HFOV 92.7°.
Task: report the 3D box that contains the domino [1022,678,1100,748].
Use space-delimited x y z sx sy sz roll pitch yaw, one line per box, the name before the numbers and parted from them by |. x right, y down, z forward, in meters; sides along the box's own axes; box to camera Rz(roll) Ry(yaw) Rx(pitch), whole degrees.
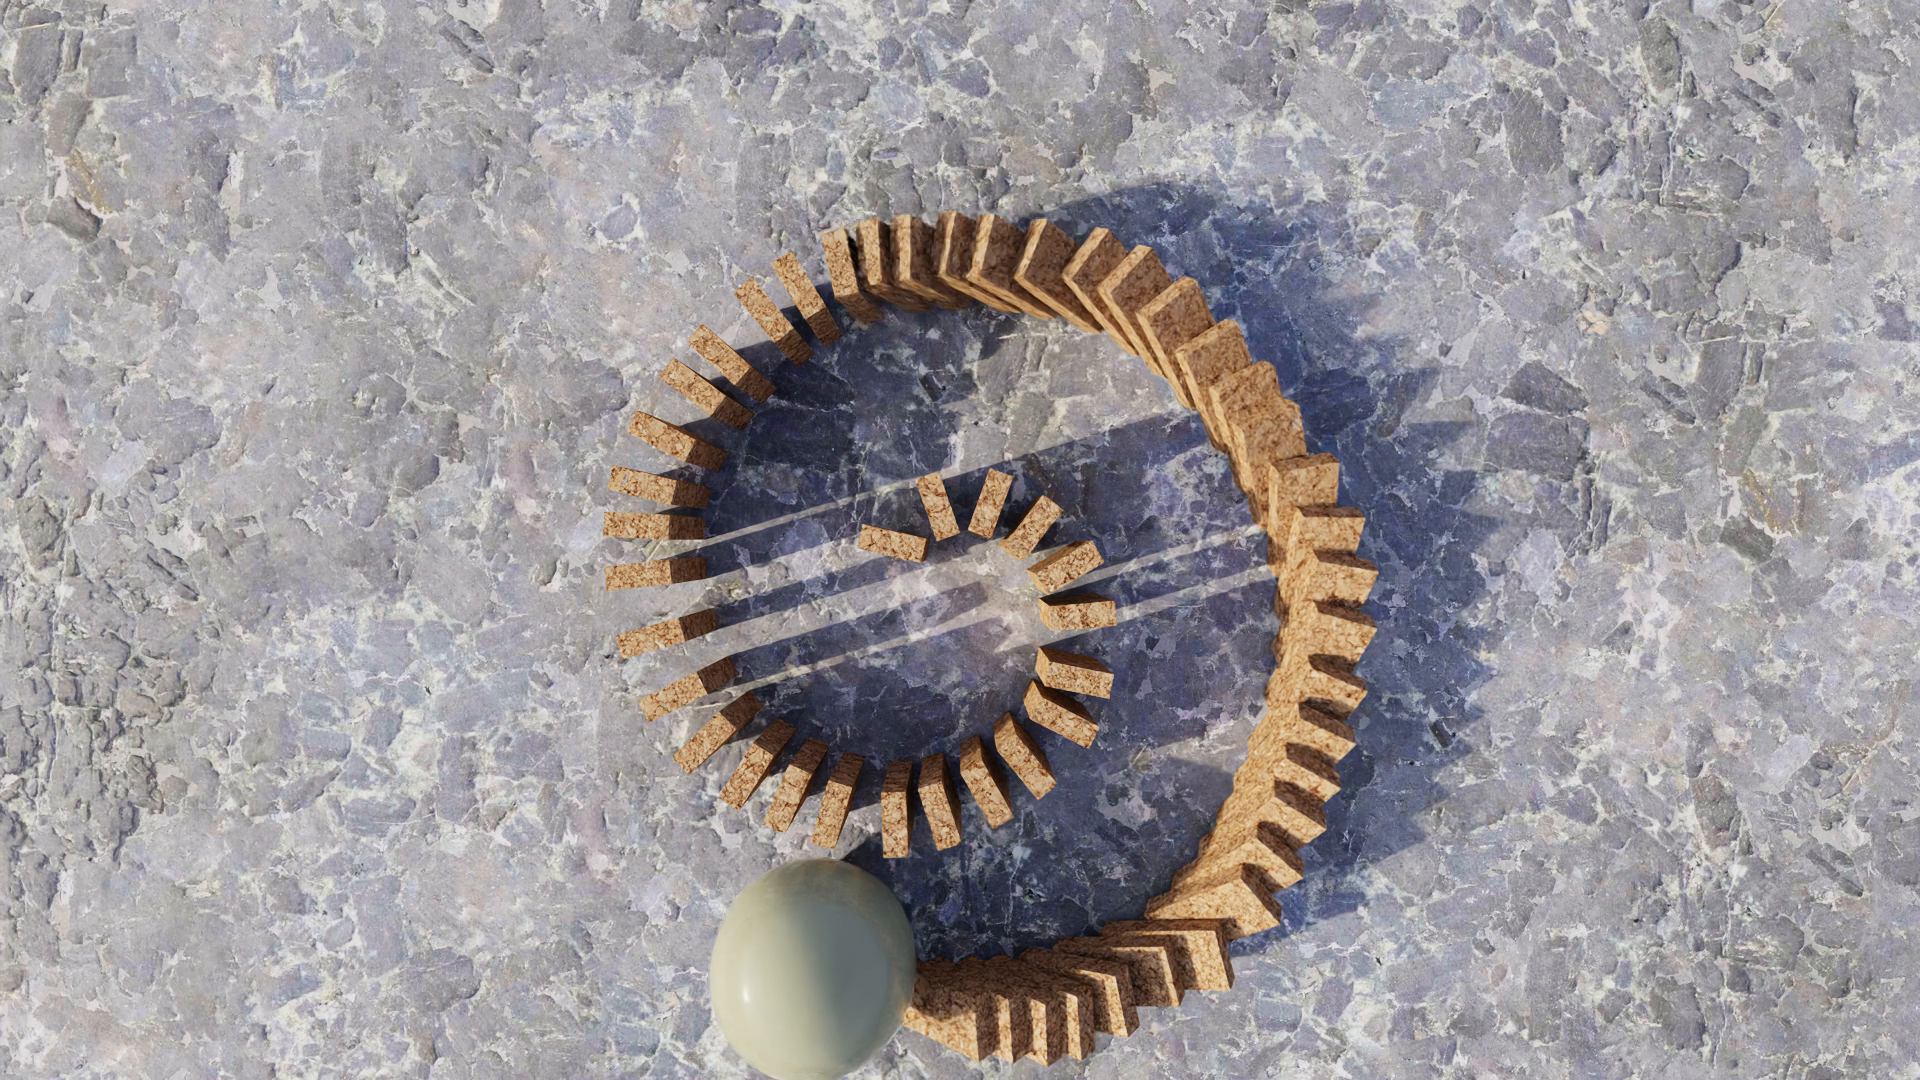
domino | 0.040 0.070 0.375 0.025 0.050 0.009 27 90 0

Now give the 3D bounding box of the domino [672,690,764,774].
domino | -0.098 0.078 0.375 0.025 0.050 0.010 -44 90 0

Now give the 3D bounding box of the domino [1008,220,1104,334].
domino | 0.045 -0.109 0.381 0.050 0.010 0.025 23 90 -39

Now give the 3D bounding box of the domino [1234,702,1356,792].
domino | 0.138 0.092 0.382 0.025 0.009 0.050 25 125 -1

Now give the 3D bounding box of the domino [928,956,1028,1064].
domino | 0.006 0.193 0.379 0.009 0.050 0.025 -4 90 -45

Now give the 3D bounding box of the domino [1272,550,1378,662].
domino | 0.152 0.030 0.383 0.025 0.009 0.050 10 119 -3

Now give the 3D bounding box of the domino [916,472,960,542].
domino | -0.009 -0.013 0.375 0.010 0.050 0.025 -19 90 0

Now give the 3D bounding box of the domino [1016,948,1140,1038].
domino | 0.048 0.187 0.380 0.050 0.010 0.025 -12 90 41

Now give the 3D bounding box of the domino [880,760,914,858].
domino | -0.025 0.109 0.375 0.009 0.050 0.025 -2 90 0

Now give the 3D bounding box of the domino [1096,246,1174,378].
domino | 0.080 -0.094 0.381 0.025 0.010 0.050 -46 125 -2

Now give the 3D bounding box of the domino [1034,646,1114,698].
domino | 0.046 0.054 0.375 0.025 0.050 0.010 11 90 0

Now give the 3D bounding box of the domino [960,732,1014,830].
domino | 0.010 0.097 0.375 0.009 0.050 0.025 -30 90 0

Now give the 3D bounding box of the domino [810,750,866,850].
domino | -0.049 0.105 0.375 0.009 0.050 0.025 16 90 0

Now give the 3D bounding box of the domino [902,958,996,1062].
domino | -0.008 0.192 0.379 0.010 0.050 0.025 -4 90 -45

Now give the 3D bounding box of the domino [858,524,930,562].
domino | -0.026 0.001 0.375 0.025 0.050 0.009 13 90 0

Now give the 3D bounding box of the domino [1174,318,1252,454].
domino | 0.111 -0.064 0.383 0.025 0.009 0.050 -32 120 0

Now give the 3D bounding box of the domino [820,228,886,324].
domino | -0.043 -0.107 0.375 0.010 0.050 0.025 -13 90 7

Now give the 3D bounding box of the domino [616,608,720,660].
domino | -0.118 0.038 0.375 0.025 0.050 0.009 -16 90 0

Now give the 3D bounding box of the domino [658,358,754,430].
domino | -0.102 -0.059 0.375 0.025 0.050 0.009 36 90 0

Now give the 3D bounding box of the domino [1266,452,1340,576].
domino | 0.143 -0.010 0.384 0.025 0.010 0.050 -10 120 0

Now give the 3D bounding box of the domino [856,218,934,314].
domino | -0.026 -0.111 0.375 0.010 0.050 0.025 -4 90 22

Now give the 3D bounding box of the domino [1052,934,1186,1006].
domino | 0.066 0.181 0.384 0.050 0.009 0.025 -15 90 28

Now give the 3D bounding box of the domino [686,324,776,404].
domino | -0.092 -0.071 0.375 0.025 0.050 0.009 42 90 0

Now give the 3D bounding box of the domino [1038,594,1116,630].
domino | 0.047 0.029 0.375 0.025 0.050 0.009 -5 90 0

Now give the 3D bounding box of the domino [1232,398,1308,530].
domino | 0.132 -0.031 0.383 0.025 0.010 0.050 -23 119 -1

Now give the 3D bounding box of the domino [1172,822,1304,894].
domino | 0.115 0.140 0.382 0.025 0.010 0.050 41 124 -1

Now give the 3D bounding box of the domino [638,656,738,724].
domino | -0.110 0.060 0.375 0.025 0.050 0.010 -26 90 0

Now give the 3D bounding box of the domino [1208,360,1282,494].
domino | 0.123 -0.047 0.384 0.025 0.010 0.050 -26 120 0

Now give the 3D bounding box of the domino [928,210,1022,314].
domino | 0.009 -0.114 0.378 0.009 0.050 0.025 10 90 42

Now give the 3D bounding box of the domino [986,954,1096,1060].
domino | 0.032 0.192 0.379 0.010 0.050 0.025 -4 90 -45

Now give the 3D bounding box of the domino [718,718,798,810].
domino | -0.082 0.091 0.375 0.010 0.050 0.025 33 90 0

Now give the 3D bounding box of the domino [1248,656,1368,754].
domino | 0.145 0.074 0.384 0.025 0.009 0.050 23 118 0

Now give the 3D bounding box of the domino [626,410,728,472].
domino | -0.114 -0.040 0.375 0.025 0.050 0.009 27 90 0

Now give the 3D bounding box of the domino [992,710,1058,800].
domino | 0.026 0.087 0.375 0.010 0.050 0.025 -40 90 0

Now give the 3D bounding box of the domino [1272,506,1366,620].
domino | 0.149 0.010 0.383 0.025 0.010 0.050 1 119 -1

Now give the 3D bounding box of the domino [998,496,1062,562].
domino | 0.028 -0.005 0.375 0.009 0.050 0.025 38 90 0

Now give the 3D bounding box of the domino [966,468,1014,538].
domino | 0.012 -0.014 0.375 0.010 0.050 0.025 20 90 0

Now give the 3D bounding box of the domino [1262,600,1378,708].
domino | 0.150 0.051 0.383 0.025 0.009 0.050 15 119 -3

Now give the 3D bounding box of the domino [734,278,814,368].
domino | -0.075 -0.088 0.375 0.009 0.050 0.025 -40 90 0

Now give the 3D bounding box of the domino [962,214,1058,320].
domino | 0.024 -0.112 0.379 0.010 0.050 0.025 13 90 44

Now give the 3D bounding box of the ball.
ball | -0.057 0.167 0.360 0.080 0.080 0.080 0 90 0

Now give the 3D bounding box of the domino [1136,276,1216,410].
domino | 0.095 -0.081 0.382 0.025 0.009 0.050 -38 124 0

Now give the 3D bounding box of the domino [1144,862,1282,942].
domino | 0.105 0.155 0.382 0.050 0.010 0.025 -38 94 33

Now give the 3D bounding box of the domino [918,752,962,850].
domino | -0.008 0.106 0.375 0.010 0.050 0.025 -18 90 0

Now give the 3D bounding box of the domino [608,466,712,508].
domino | -0.122 -0.021 0.375 0.025 0.050 0.009 14 90 0

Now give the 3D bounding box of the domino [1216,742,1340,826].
domino | 0.132 0.108 0.382 0.025 0.010 0.050 29 125 0

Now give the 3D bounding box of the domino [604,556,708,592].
domino | -0.123 0.013 0.375 0.025 0.050 0.009 -6 90 0

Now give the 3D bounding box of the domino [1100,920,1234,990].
domino | 0.086 0.173 0.384 0.050 0.009 0.025 -15 90 29

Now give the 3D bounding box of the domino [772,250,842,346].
domino | -0.062 -0.097 0.375 0.009 0.050 0.025 -32 90 0

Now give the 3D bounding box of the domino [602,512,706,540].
domino | -0.124 -0.005 0.375 0.025 0.050 0.009 3 90 0

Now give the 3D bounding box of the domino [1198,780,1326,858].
domino | 0.125 0.123 0.381 0.025 0.009 0.050 32 125 -2

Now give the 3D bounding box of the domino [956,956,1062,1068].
domino | 0.019 0.193 0.379 0.009 0.050 0.025 -4 93 -45

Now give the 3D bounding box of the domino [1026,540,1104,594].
domino | 0.042 0.011 0.375 0.025 0.050 0.009 -30 90 0

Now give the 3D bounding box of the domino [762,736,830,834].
domino | -0.066 0.099 0.375 0.010 0.050 0.025 24 90 0

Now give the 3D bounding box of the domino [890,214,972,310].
domino | -0.011 -0.113 0.376 0.010 0.050 0.025 1 90 29

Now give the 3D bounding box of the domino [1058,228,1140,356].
domino | 0.066 -0.103 0.382 0.050 0.009 0.025 38 90 -35
